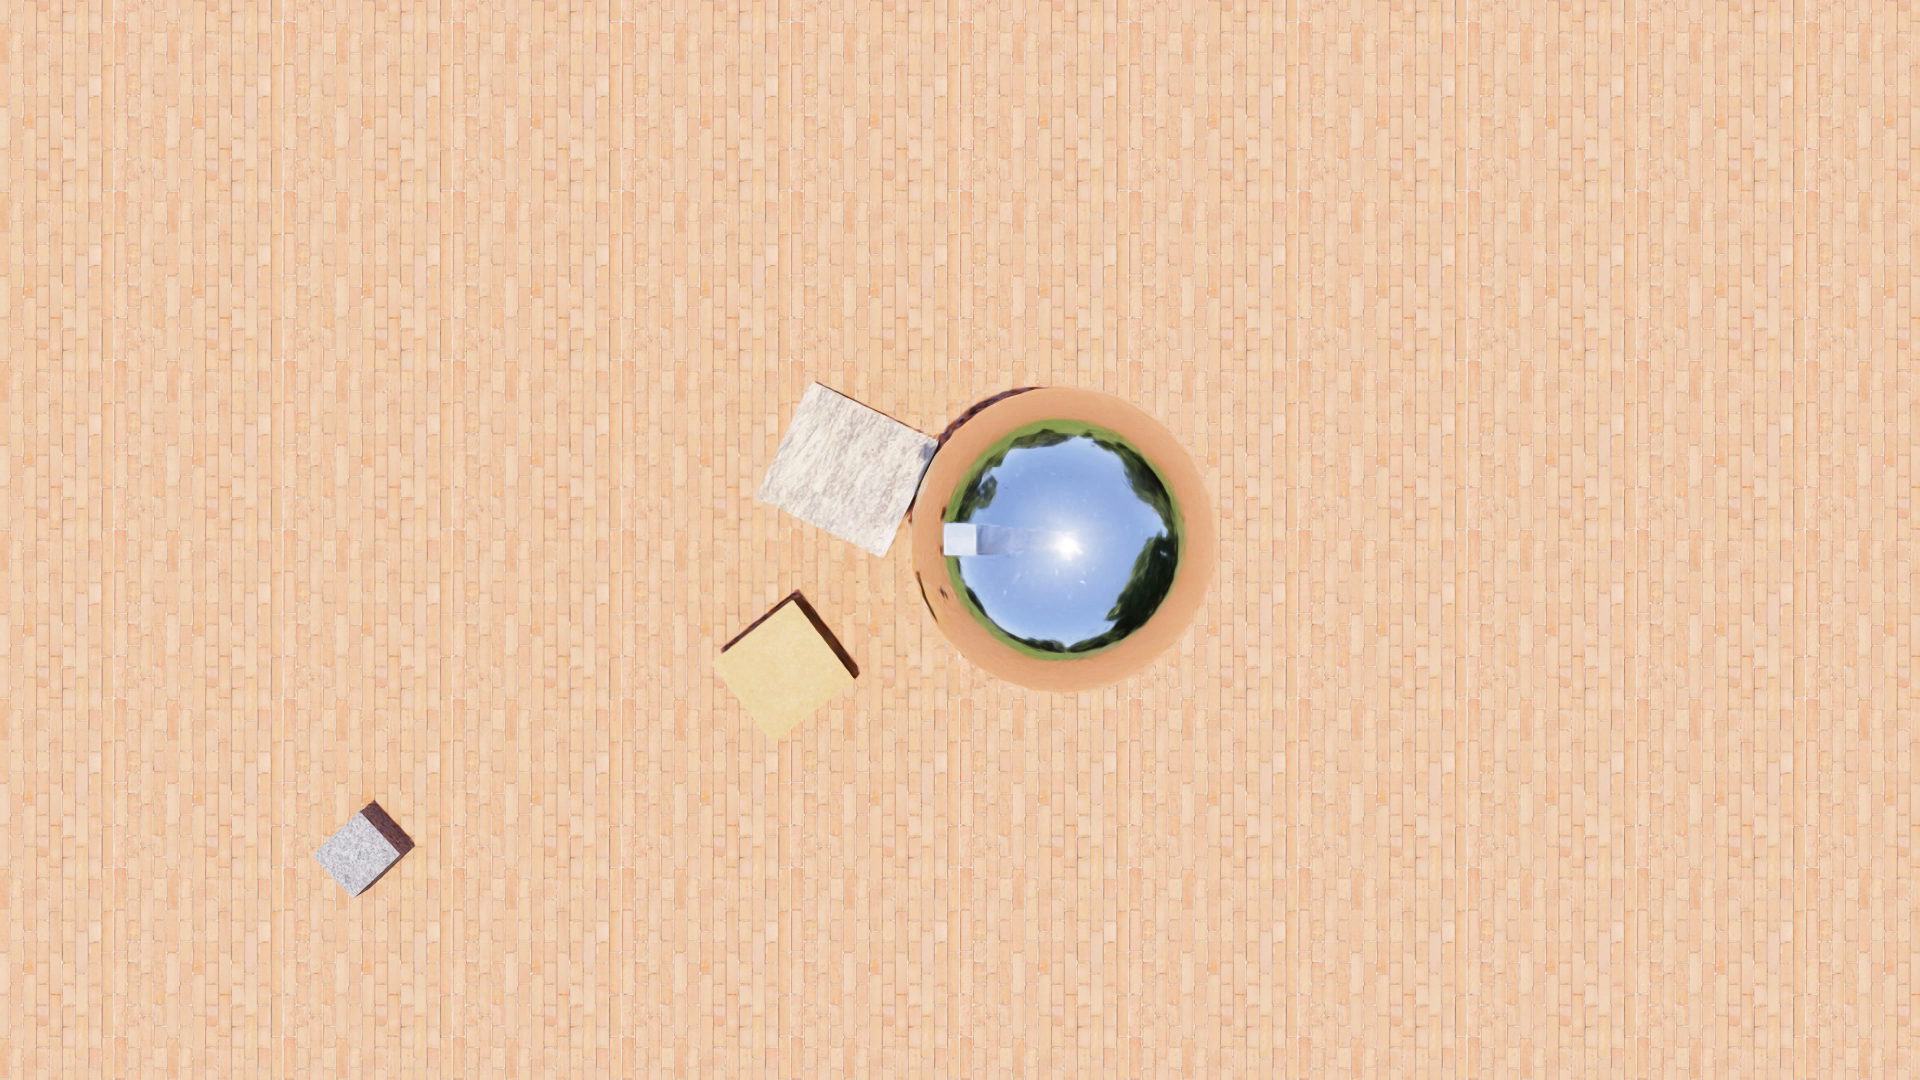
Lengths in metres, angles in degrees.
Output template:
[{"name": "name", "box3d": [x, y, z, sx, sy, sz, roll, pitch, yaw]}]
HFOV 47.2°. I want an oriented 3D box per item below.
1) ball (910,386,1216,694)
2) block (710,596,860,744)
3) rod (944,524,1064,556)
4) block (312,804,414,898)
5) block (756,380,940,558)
[{"name": "ball", "box3d": [0.535, 0.000, 11.482, 1.600, 1.600, 1.600, 0, 90, 0]}, {"name": "block", "box3d": [-0.994, 0.739, 12.669, 0.584, 0.662, 0.571, -38, 90, 0]}, {"name": "rod", "box3d": [0.232, 0.000, 8.095, 0.080, 5.200, 0.080, 0, 90, 5]}, {"name": "block", "box3d": [-3.471, 1.810, 12.821, 0.372, 0.358, 0.342, -43, 90, 0]}, {"name": "block", "box3d": [-0.633, -0.396, 12.674, 0.798, 0.651, 0.725, 25, 90, 0]}]
